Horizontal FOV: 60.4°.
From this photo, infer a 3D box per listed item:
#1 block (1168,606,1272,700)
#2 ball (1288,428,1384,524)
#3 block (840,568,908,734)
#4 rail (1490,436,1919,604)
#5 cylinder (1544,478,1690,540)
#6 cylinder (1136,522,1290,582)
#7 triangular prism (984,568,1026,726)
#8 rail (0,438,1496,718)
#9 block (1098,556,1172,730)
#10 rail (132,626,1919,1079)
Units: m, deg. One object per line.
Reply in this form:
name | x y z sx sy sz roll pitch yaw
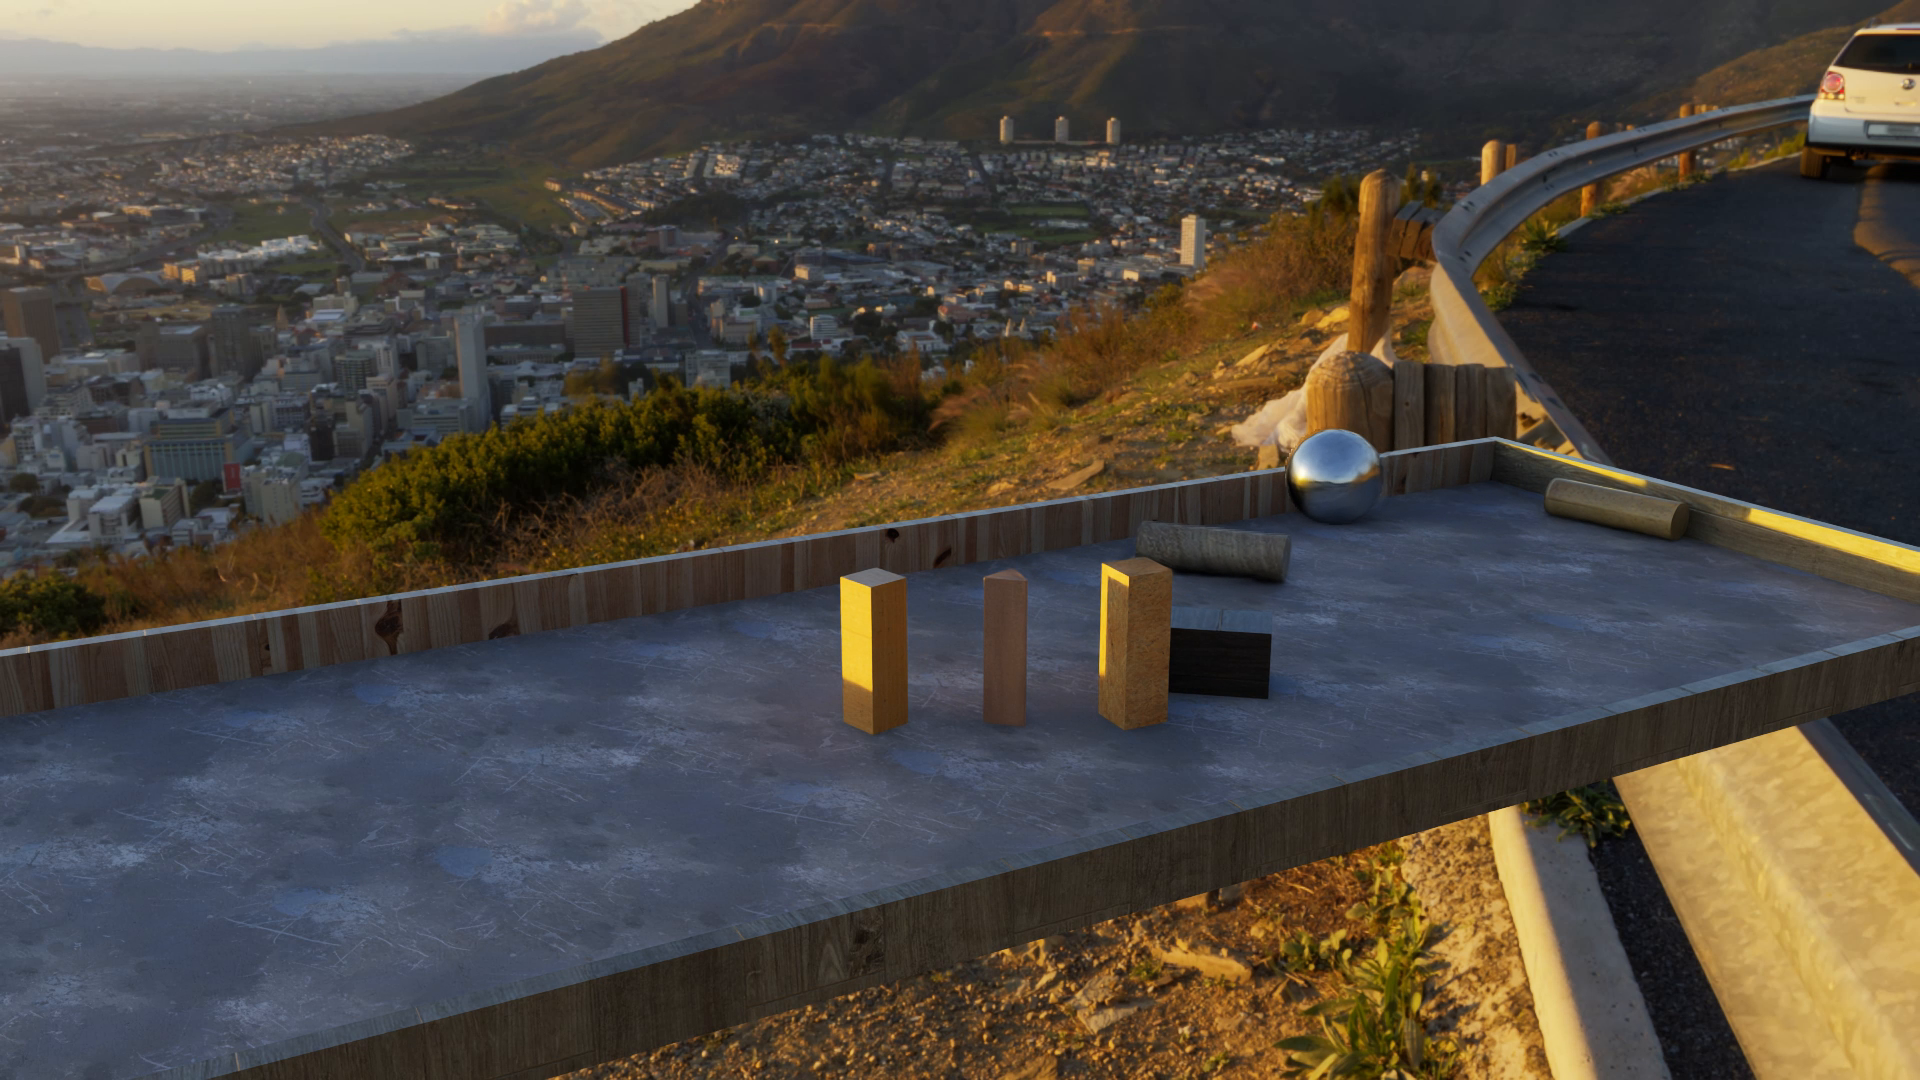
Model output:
block | 0.594 0.275 4.118 0.356 0.169 0.169 3 17 10
ball | 1.257 -0.215 5.525 0.316 0.316 0.316 0 16 0
block | -0.199 0.258 3.841 0.108 0.359 0.108 -15 22 -41
rail | 2.466 -0.048 5.253 0.050 0.150 2.100 -9 18 -27
cylinder | 2.179 -0.105 5.489 0.127 0.127 0.443 -14 22 -40
cylinder | 0.765 0.034 4.998 0.447 0.135 0.135 6 18 20
triangular prism | 0.114 0.249 3.870 0.101 0.358 0.087 4 17 14
rail | -3.305 0.497 3.399 12.000 0.150 0.050 -9 18 -27
block | 0.410 0.241 3.867 0.118 0.376 0.118 -8 18 -25
rail | -2.336 1.006 1.665 12.000 0.150 0.050 -9 18 -27
